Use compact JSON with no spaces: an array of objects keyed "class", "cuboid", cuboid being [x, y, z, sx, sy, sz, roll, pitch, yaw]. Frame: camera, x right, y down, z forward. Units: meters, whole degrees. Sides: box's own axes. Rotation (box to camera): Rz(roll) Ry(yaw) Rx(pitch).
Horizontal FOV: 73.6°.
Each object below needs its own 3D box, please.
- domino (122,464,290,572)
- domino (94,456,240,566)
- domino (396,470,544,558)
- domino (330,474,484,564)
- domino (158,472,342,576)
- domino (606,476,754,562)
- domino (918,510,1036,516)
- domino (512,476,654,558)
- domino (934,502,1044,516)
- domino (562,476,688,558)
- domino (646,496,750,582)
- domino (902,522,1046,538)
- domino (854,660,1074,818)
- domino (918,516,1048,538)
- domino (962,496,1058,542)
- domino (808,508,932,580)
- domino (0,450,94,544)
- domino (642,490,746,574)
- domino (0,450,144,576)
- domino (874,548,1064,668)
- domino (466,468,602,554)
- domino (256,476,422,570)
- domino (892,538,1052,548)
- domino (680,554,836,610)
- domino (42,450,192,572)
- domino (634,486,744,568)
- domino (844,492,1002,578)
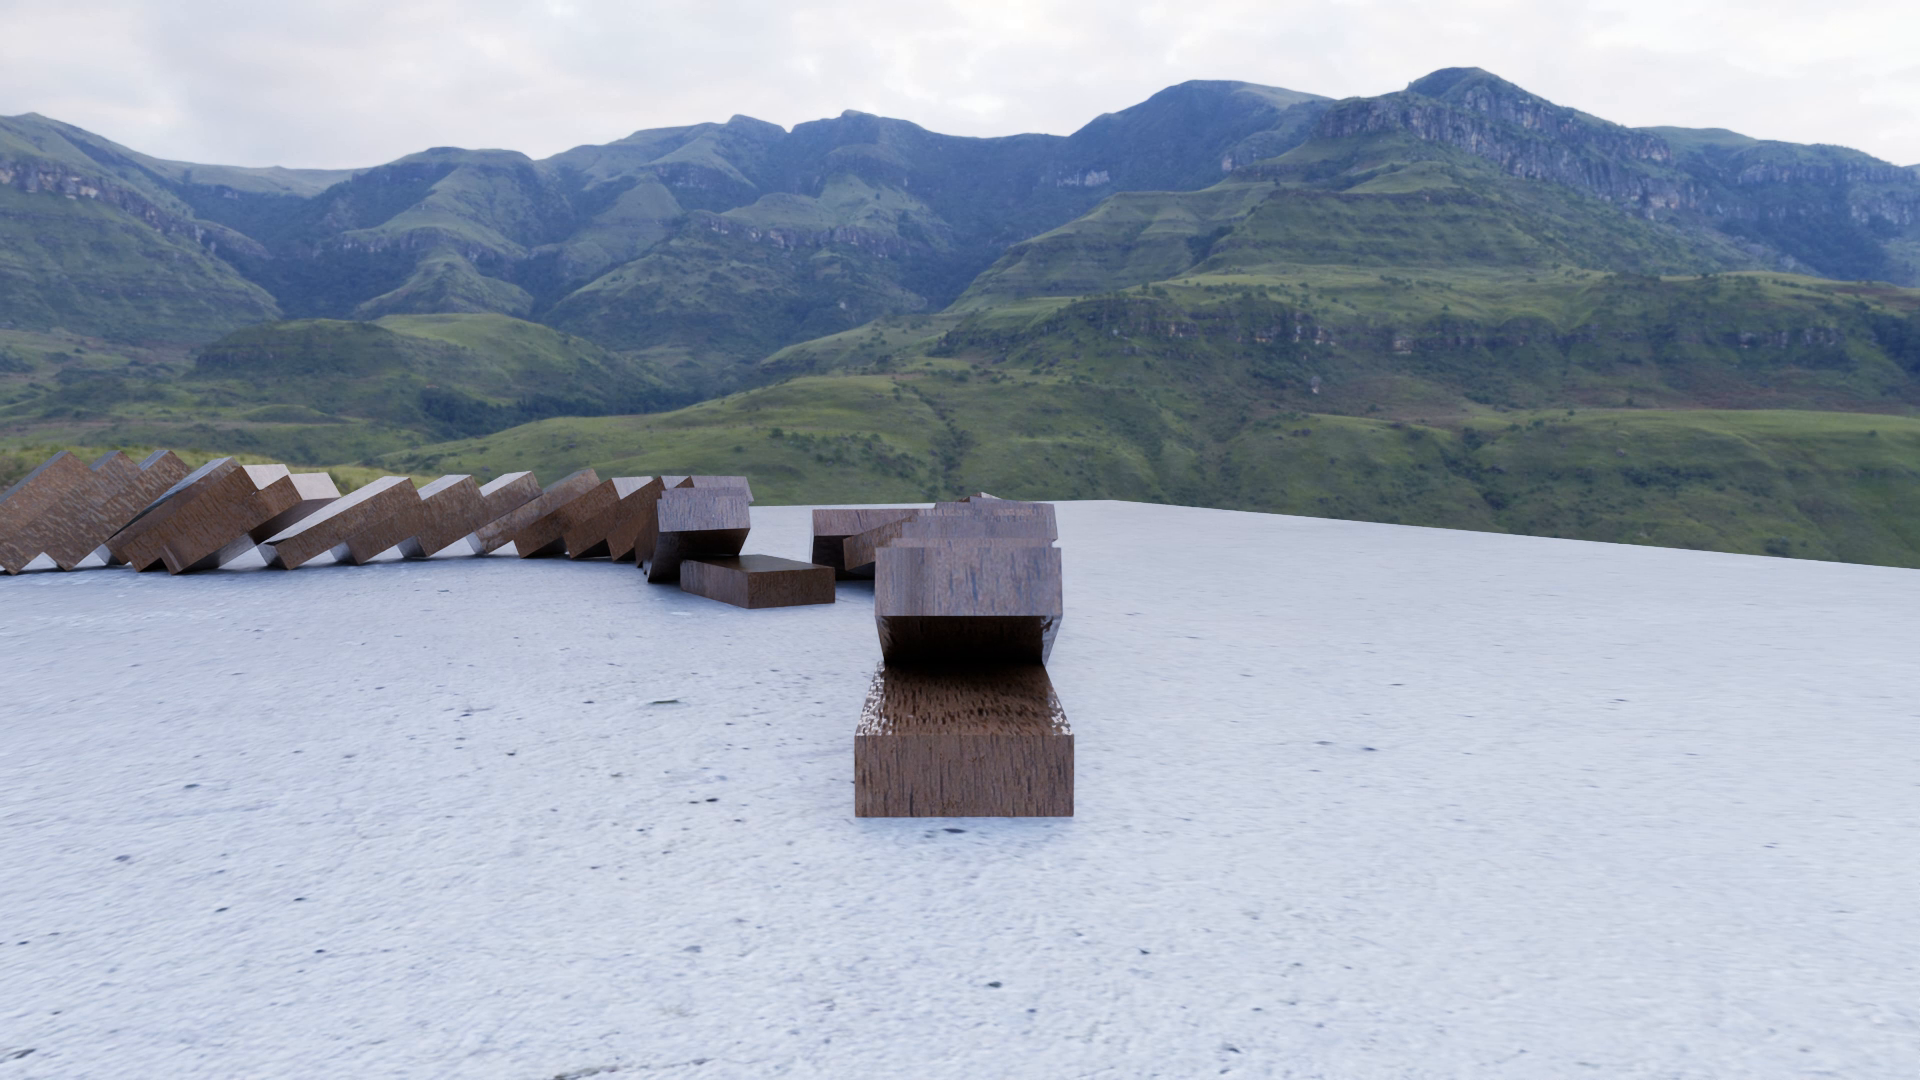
[{"class":"domino","cuboid":[-0.253,-0.008,0.435,0.050,0.009,0.025,-33,3,4]},{"class":"domino","cuboid":[-0.280,-0.011,0.455,0.025,0.010,0.050,0,38,45]},{"class":"domino","cuboid":[-0.186,-0.010,0.485,0.025,0.009,0.050,-1,29,48]},{"class":"domino","cuboid":[-0.203,-0.008,0.469,0.025,0.010,0.050,3,31,48]},{"class":"domino","cuboid":[-0.235,-0.006,0.426,0.050,0.009,0.025,-29,3,3]},{"class":"domino","cuboid":[-0.099,-0.007,0.451,0.050,0.010,0.025,-30,-16,34]},{"class":"domino","cuboid":[0.003,0.006,0.294,0.025,0.009,0.050,0,-19,-3]},{"class":"domino","cuboid":[-0.139,-0.008,0.478,0.050,0.010,0.025,-26,-5,21]},{"class":"domino","cuboid":[0.003,0.004,0.317,0.025,0.009,0.050,1,-19,-10]},{"class":"domino","cuboid":[-0.117,-0.008,0.466,0.050,0.010,0.025,-27,-10,25]},{"class":"domino","cuboid":[-0.078,0.000,0.378,0.025,0.010,0.050,-3,-17,-18]},{"class":"domino","cuboid":[0.002,0.010,0.245,0.025,0.009,0.050,0,-19,0]},{"class":"domino","cuboid":[0.000,0.025,0.171,0.025,0.010,0.050,0,4,-1]},{"class":"domino","cuboid":[0.003,0.008,0.270,0.025,0.010,0.050,0,-19,-3]},{"class":"domino","cuboid":[0.002,0.002,0.343,0.025,0.010,0.050,4,-20,-29]},{"class":"domino","cuboid":[-0.021,0.001,0.395,0.050,0.010,0.025,-1,-34,-10]},{"class":"domino","cuboid":[-0.313,-0.009,0.423,0.025,0.010,0.050,5,48,48]},{"class":"domino","cuboid":[-0.084,-0.002,0.402,0.025,0.010,0.050,-2,-19,-21]},{"class":"domino","cuboid":[-0.303,-0.010,0.433,0.025,0.010,0.050,5,48,48]},{"class":"domino","cuboid":[0.001,0.013,0.195,0.025,0.010,0.050,0,-18,-1]},{"class":"domino","cuboid":[-0.165,-0.011,0.496,0.050,0.010,0.025,-34,16,-27]},{"class":"domino","cuboid":[-0.219,-0.007,0.453,0.025,0.010,0.050,5,33,47]},{"class":"domino","cuboid":[0.002,0.012,0.222,0.025,0.010,0.050,0,-18,-1]},{"class":"domino","cuboid":[-0.057,0.011,0.358,0.025,0.009,0.050,-3,5,-32]},{"class":"domino","cuboid":[-0.292,-0.011,0.443,0.025,0.010,0.050,4,47,48]},{"class":"domino","cuboid":[-0.090,-0.004,0.427,0.025,0.010,0.050,-2,-19,-27]},{"class":"domino","cuboid":[-0.006,0.000,0.366,0.050,0.010,0.025,-18,-21,33]}]
